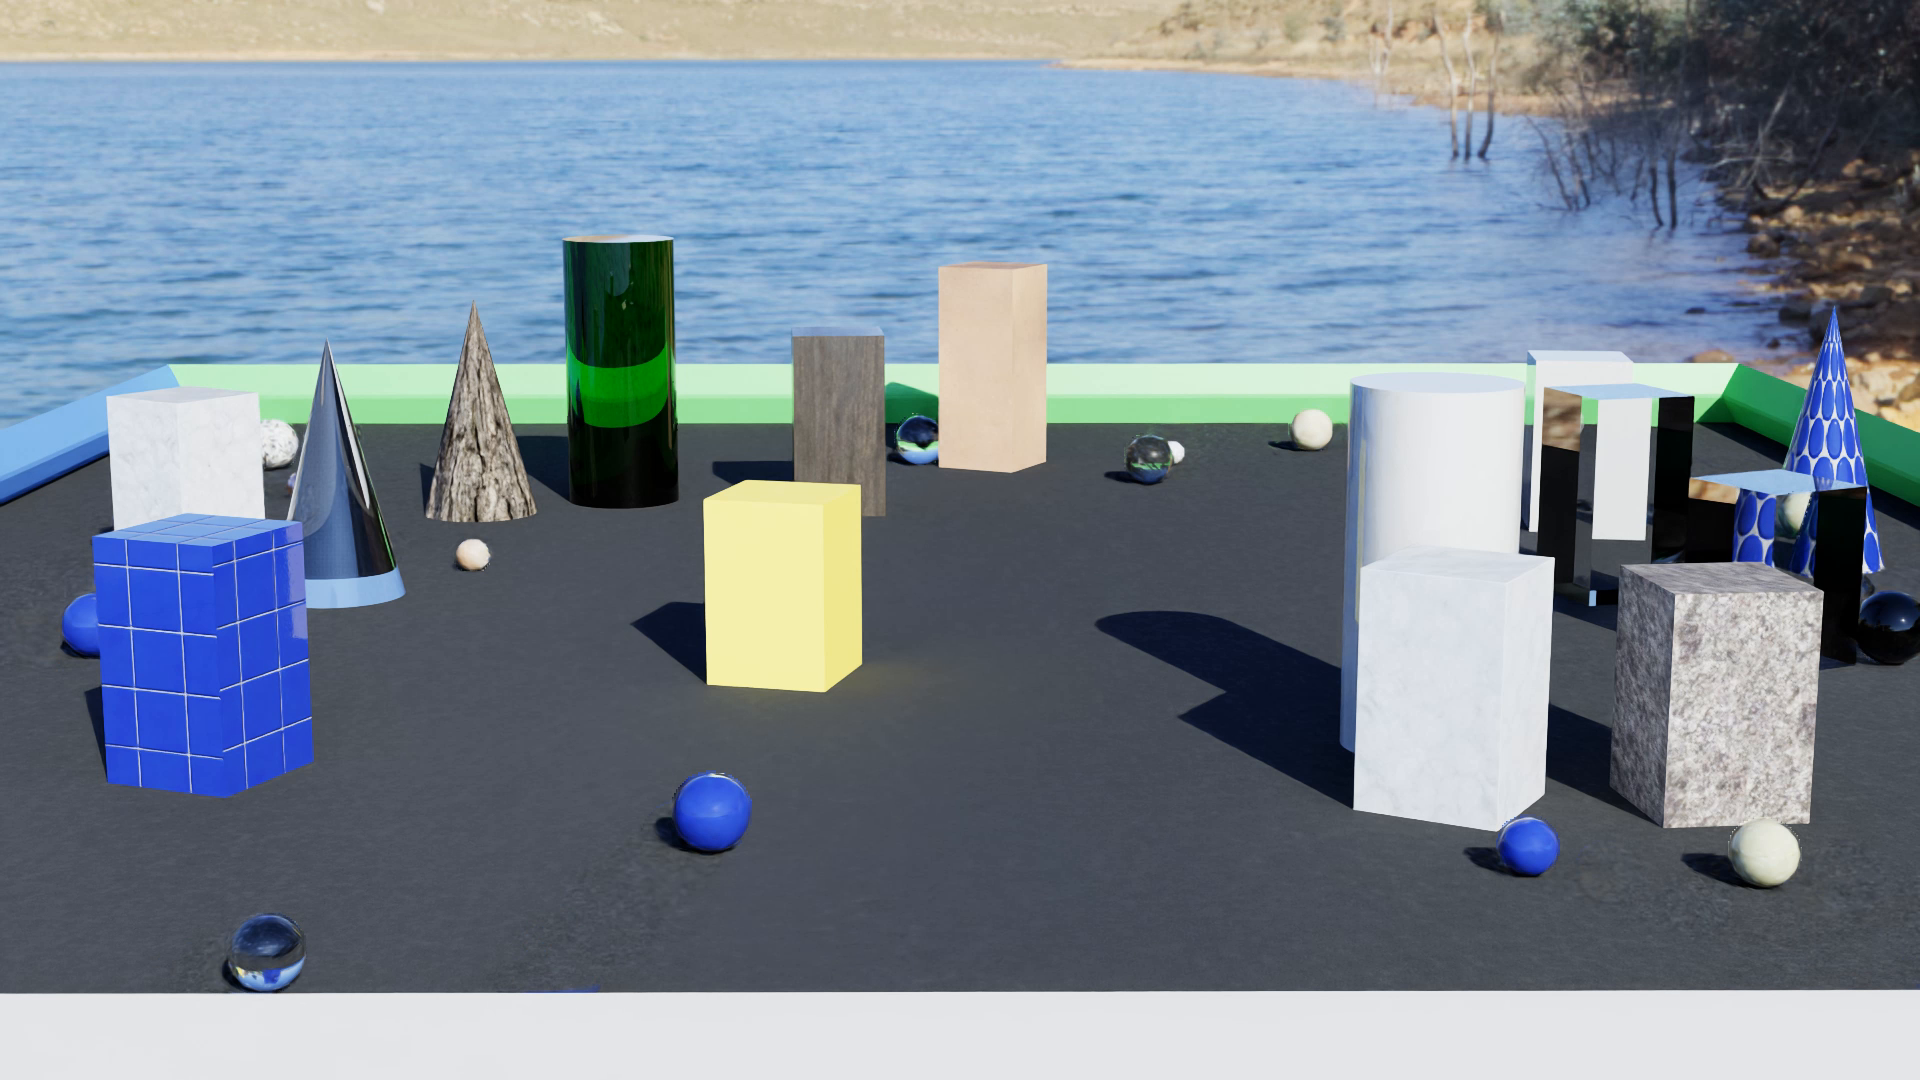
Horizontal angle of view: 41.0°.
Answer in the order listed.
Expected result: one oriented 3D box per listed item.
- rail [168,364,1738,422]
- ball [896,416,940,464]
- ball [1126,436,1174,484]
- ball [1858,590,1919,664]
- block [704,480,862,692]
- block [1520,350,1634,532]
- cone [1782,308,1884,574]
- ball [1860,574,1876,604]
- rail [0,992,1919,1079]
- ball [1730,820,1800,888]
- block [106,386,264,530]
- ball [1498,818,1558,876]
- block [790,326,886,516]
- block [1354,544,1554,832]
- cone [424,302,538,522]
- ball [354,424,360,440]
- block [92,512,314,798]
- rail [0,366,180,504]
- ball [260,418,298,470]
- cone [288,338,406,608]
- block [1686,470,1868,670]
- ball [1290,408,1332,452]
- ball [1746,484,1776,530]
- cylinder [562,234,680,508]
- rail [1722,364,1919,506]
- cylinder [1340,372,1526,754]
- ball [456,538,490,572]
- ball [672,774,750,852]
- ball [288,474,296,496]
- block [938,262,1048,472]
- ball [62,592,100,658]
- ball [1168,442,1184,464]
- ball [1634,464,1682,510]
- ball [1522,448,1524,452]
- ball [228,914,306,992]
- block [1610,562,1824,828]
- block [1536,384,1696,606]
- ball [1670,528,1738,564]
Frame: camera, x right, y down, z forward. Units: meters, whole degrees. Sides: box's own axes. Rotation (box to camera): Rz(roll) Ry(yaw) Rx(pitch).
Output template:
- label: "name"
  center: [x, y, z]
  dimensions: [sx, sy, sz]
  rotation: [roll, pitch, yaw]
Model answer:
- label: "rail"
  center: [-0.010, -0.293, 5.175]
  dimensions: [3.178, 0.119, 0.045]
  rotation: [0, 11, 0]
- label: "ball"
  center: [-0.072, -0.182, 4.667]
  dimensions: [0.089, 0.089, 0.089]
  rotation: [0, 11, 0]
- label: "ball"
  center: [0.329, -0.140, 4.459]
  dimensions: [0.084, 0.084, 0.084]
  rotation: [0, 11, 0]
- label: "ball"
  center: [1.135, 0.106, 3.128]
  dimensions: [0.090, 0.090, 0.090]
  rotation: [0, 11, 0]
- label: "block"
  center: [-0.209, 0.052, 3.060]
  dimensions: [0.146, 0.222, 0.146]
  rotation: [3, 11, 15]
- label: "block"
  center: [0.972, -0.157, 4.049]
  dimensions: [0.146, 0.268, 0.146]
  rotation: [1, 11, 7]
- label: "cone"
  center: [1.258, -0.152, 3.727]
  dimensions: [0.183, 0.378, 0.183]
  rotation: [0, 11, 0]
- label: "ball"
  center: [1.141, 0.076, 3.315]
  dimensions: [0.081, 0.081, 0.081]
  rotation: [0, 11, 0]
- label: "rail"
  center: [0.010, 0.354, 1.725]
  dimensions: [3.178, 0.119, 0.045]
  rotation: [0, 11, 0]
- label: "ball"
  center: [0.717, 0.279, 2.287]
  dimensions: [0.060, 0.060, 0.060]
  rotation: [0, 11, 0]
- label: "block"
  center: [-1.097, -0.077, 3.645]
  dimensions: [0.146, 0.261, 0.146]
  rotation: [7, 13, 32]
- label: "ball"
  center: [0.514, 0.277, 2.318]
  dimensions: [0.052, 0.052, 0.052]
  rotation: [0, 11, 0]
- label: "block"
  center: [-0.199, -0.195, 4.187]
  dimensions: [0.146, 0.292, 0.146]
  rotation: [-1, 11, -5]
- label: "block"
  center: [0.487, 0.141, 2.528]
  dimensions: [0.146, 0.242, 0.146]
  rotation: [6, 12, 30]
- label: "cone"
  center: [-0.781, -0.217, 4.150]
  dimensions: [0.183, 0.348, 0.183]
  rotation: [0, 11, 0]
- label: "ball"
  center: [-1.144, -0.187, 4.709]
  dimensions: [0.085, 0.085, 0.085]
  rotation: [0, 11, 0]
- label: "block"
  center: [-0.775, 0.115, 2.634]
  dimensions: [0.146, 0.256, 0.146]
  rotation: [4, 11, 21]
- label: "rail"
  center: [-1.565, 0.032, 3.441]
  dimensions: [0.045, 0.119, 3.557]
  rotation: [0, 11, 0]
- label: "ball"
  center: [-1.237, -0.172, 4.612]
  dimensions: [0.091, 0.091, 0.091]
  rotation: [0, 11, 0]
- label: "cone"
  center: [-0.858, -0.101, 3.506]
  dimensions: [0.183, 0.357, 0.183]
  rotation: [0, 11, 0]
- label: "block"
  center: [0.993, 0.038, 3.137]
  dimensions: [0.146, 0.221, 0.146]
  rotation: [-5, 12, -26]
- label: "ball"
  center: [0.661, -0.207, 4.829]
  dimensions: [0.080, 0.080, 0.080]
  rotation: [0, 11, 0]
- label: "ball"
  center: [1.267, -0.050, 4.011]
  dimensions: [0.073, 0.073, 0.073]
  rotation: [0, 11, 0]
- label: "cylinder"
  center: [-0.563, -0.282, 4.263]
  dimensions: [0.183, 0.436, 0.183]
  rotation: [0, 11, 0]
- label: "rail"
  center: [1.565, 0.029, 3.459]
  dimensions: [0.045, 0.119, 3.557]
  rotation: [0, 11, 0]
- label: "cylinder"
  center: [0.501, 0.027, 2.733]
  dimensions: [0.183, 0.392, 0.183]
  rotation: [0, 11, 0]
- label: "ball"
  center: [-0.701, 0.022, 3.693]
  dimensions: [0.048, 0.048, 0.048]
  rotation: [0, 11, 0]
- label: "ball"
  center: [-0.231, 0.254, 2.387]
  dimensions: [0.072, 0.072, 0.072]
  rotation: [0, 11, 0]
- label: "ball"
  center: [-1.099, -0.090, 4.286]
  dimensions: [0.049, 0.049, 0.049]
  rotation: [0, 11, 0]
- label: "block"
  center: [0.060, -0.316, 4.644]
  dimensions: [0.146, 0.362, 0.146]
  rotation: [5, 12, 26]
- label: "ball"
  center: [-1.067, 0.105, 3.164]
  dimensions: [0.079, 0.079, 0.079]
  rotation: [0, 11, 0]
- label: "ball"
  center: [0.388, -0.159, 4.676]
  dimensions: [0.042, 0.042, 0.042]
  rotation: [0, 11, 0]
- label: "ball"
  center: [1.145, -0.088, 4.203]
  dimensions: [0.076, 0.076, 0.076]
  rotation: [0, 11, 0]
- label: "ball"
  center: [1.073, -0.200, 4.784]
  dimensions: [0.082, 0.082, 0.082]
  rotation: [0, 11, 0]
- label: "ball"
  center: [-0.549, 0.327, 2.031]
  dimensions: [0.060, 0.060, 0.060]
  rotation: [0, 11, 0]
- label: "block"
  center: [0.740, 0.149, 2.522]
  dimensions: [0.146, 0.229, 0.146]
  rotation: [-1, 11, -6]
- label: "block"
  center: [0.899, -0.065, 3.527]
  dimensions: [0.146, 0.280, 0.146]
  rotation: [-3, 11, -16]
- label: "ball"
  center: [1.025, 0.029, 3.536]
  dimensions: [0.091, 0.091, 0.091]
  rotation: [0, 11, 0]
